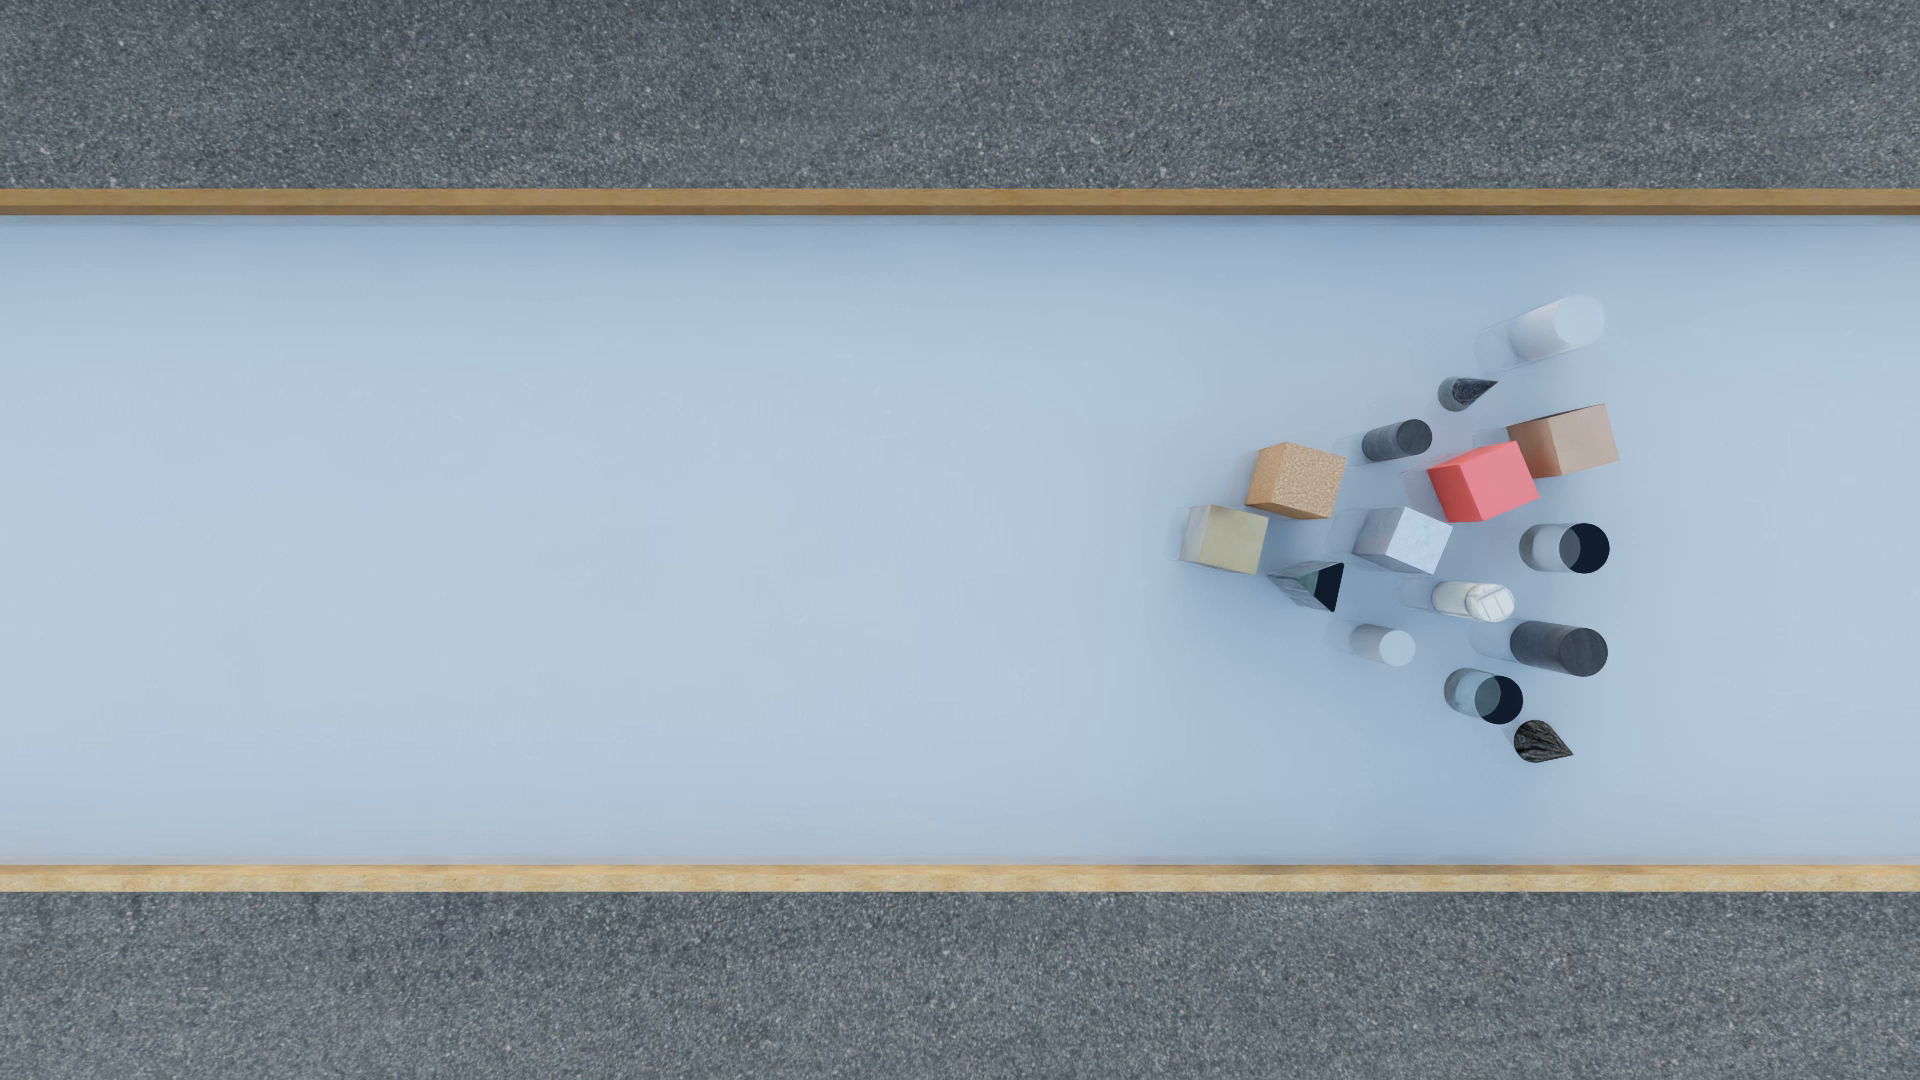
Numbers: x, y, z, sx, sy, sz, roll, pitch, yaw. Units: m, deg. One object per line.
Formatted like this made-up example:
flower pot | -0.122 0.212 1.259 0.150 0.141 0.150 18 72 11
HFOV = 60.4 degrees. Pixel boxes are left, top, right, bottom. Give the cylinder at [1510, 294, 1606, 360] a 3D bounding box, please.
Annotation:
cylinder | 1.768 -0.628 4.891 0.149 0.370 0.149 0 90 0

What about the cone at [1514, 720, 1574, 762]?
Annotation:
cone | 1.770 0.620 4.915 0.132 0.323 0.132 0 90 0

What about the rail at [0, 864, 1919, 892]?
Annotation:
rail | -2.247 1.025 5.001 12.000 0.150 0.050 0 90 0

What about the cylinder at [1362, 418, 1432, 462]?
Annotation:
cylinder | 1.287 -0.292 4.874 0.103 0.405 0.103 0 90 0

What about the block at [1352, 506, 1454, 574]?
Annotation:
block | 1.300 0.002 4.872 0.147 0.409 0.147 23 90 0

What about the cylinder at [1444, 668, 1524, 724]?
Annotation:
cylinder | 1.560 0.464 4.925 0.142 0.303 0.142 0 90 0

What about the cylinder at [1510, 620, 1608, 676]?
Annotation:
cylinder | 1.762 0.318 4.869 0.140 0.415 0.140 0 90 0

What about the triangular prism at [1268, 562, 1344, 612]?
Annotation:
triangular prism | 1.035 0.111 4.850 0.140 0.452 0.121 42 90 0

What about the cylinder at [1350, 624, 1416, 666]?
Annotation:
cylinder | 1.252 0.310 4.899 0.104 0.356 0.104 0 90 0

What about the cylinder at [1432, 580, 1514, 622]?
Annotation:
cylinder | 1.504 0.178 4.854 0.107 0.445 0.107 0 90 0

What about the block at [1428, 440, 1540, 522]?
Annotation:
block | 1.552 -0.170 4.910 0.177 0.334 0.177 -23 90 0

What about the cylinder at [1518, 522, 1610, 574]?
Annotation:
cylinder | 1.793 0.024 4.906 0.146 0.340 0.146 0 90 0

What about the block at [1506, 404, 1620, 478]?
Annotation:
block | 1.785 -0.288 4.899 0.170 0.355 0.170 -15 90 0

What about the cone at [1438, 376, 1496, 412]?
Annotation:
cone | 1.526 -0.449 4.872 0.111 0.409 0.111 0 90 0

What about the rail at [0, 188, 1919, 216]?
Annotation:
rail | -2.247 -1.025 5.002 12.000 0.150 0.050 0 90 0

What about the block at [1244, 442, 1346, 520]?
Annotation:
block | 0.984 -0.170 4.865 0.177 0.424 0.177 15 90 0

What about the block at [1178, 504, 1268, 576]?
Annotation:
block | 0.773 -0.001 4.869 0.168 0.416 0.168 13 90 0
